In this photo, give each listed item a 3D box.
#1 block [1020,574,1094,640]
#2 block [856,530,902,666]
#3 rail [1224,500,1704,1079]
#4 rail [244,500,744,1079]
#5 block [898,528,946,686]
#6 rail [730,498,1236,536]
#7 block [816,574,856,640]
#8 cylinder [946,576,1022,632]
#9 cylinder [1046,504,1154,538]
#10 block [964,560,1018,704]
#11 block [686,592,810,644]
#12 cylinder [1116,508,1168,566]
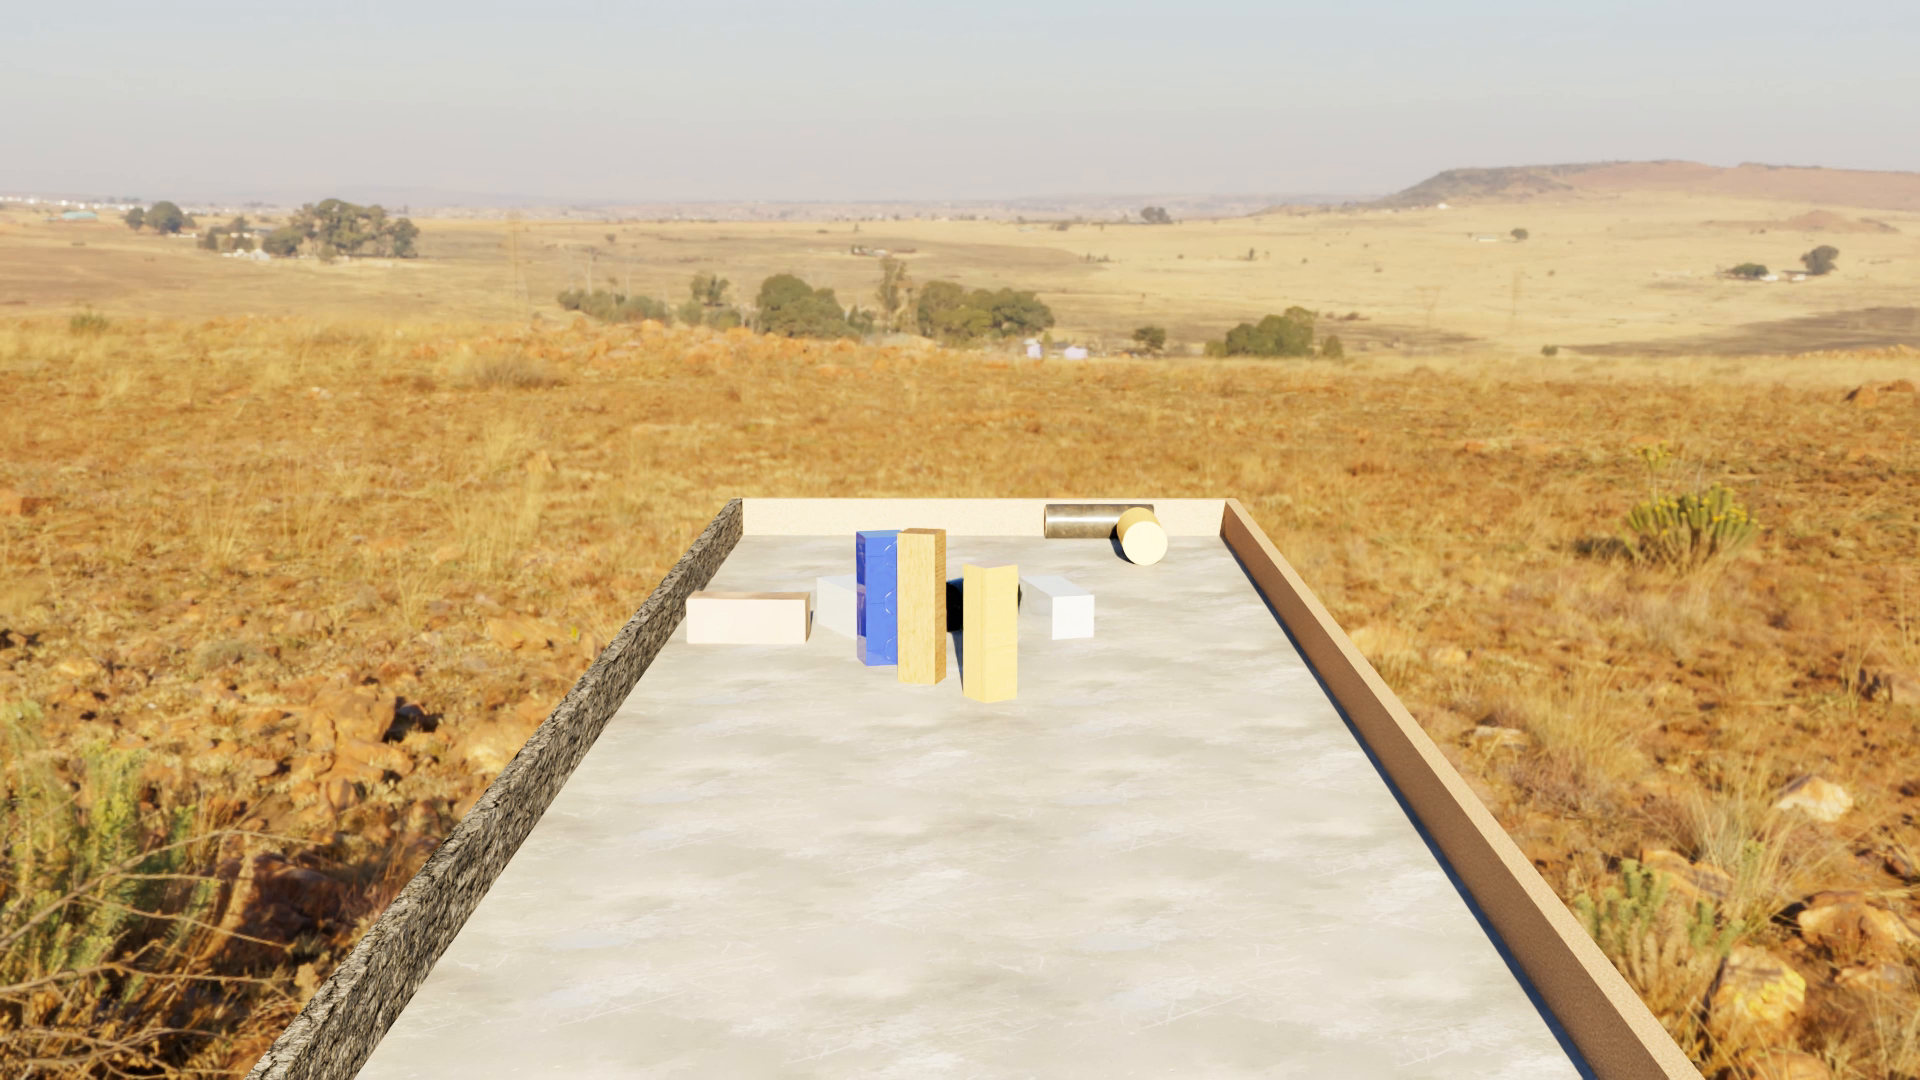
[{"bbox_3d":[0.313,0.217,7.205,0.136,0.136,0.392,-2,9,-14],"label":"block"},{"bbox_3d":[-0.233,0.174,6.662,0.137,0.391,0.137,-2,9,-15],"label":"block"},{"bbox_3d":[1.046,0.843,3.208,0.050,0.150,12.000,0,9,1],"label":"rail"},{"bbox_3d":[-1.004,0.839,3.234,0.050,0.150,12.000,0,9,1],"label":"rail"},{"bbox_3d":[-0.110,0.192,6.396,0.113,0.440,0.113,3,9,17],"label":"block"},{"bbox_3d":[0.099,-0.098,9.147,2.100,0.150,0.050,0,9,1],"label":"rail"},{"bbox_3d":[-0.301,0.226,7.095,0.153,0.153,0.456,-4,10,-26],"label":"block"},{"bbox_3d":[0.045,0.197,7.237,0.166,0.166,0.316,6,11,36],"label":"cylinder"},{"bbox_3d":[0.574,-0.078,9.043,0.442,0.144,0.144,0,9,0],"label":"cylinder"},{"bbox_3d":[0.085,0.255,6.181,0.108,0.381,0.108,-6,11,-35],"label":"block"},{"bbox_3d":[-0.671,0.246,7.004,0.375,0.141,0.141,0,9,3],"label":"block"},{"bbox_3d":[0.708,-0.017,8.576,0.169,0.169,0.376,0,9,0],"label":"cylinder"}]
